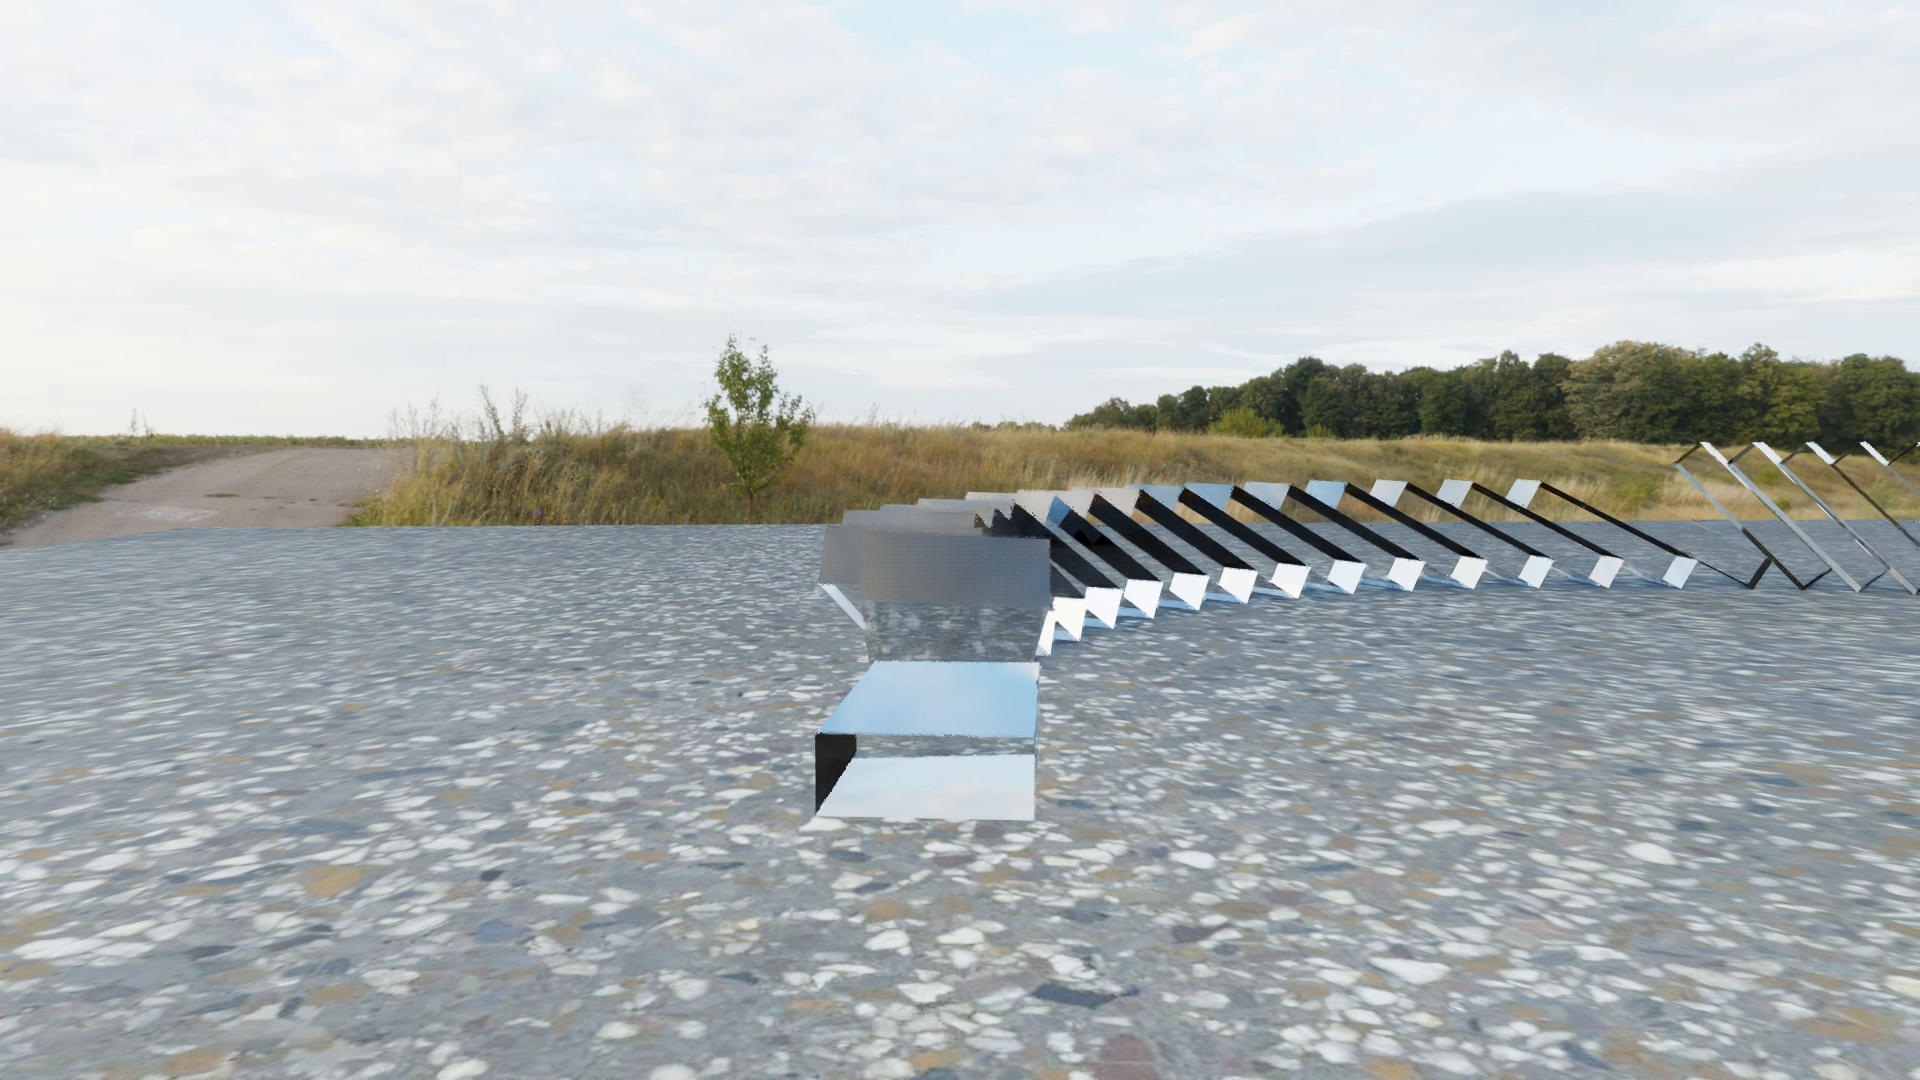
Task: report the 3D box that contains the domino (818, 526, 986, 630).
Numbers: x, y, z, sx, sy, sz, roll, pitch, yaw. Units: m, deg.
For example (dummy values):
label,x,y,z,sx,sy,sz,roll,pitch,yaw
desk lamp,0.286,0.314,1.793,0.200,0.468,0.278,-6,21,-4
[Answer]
label,x,y,z,sx,sy,sz,roll,pitch,yaw
domino,-0.004,0.011,0.219,0.025,0.009,0.050,1,-21,14

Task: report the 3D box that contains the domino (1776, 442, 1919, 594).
label,x,y,z,sx,sy,sz,roll,pitch,yaw
domino,0.266,-0.007,0.377,0.025,0.050,0.009,-5,-37,-51

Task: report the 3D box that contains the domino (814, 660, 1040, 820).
label,x,y,z,sx,sy,sz,roll,pitch,yaw
domino,-0.002,0.025,0.171,0.025,0.009,0.050,0,4,4

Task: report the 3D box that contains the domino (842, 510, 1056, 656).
label,x,y,z,sx,sy,sz,roll,pitch,yaw
domino,-0.001,0.009,0.242,0.025,0.009,0.050,2,-22,22

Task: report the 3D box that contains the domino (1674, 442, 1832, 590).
label,x,y,z,sx,sy,sz,roll,pitch,yaw
domino,0.240,-0.008,0.388,0.009,0.050,0.025,-48,-23,28

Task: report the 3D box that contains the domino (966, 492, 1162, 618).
label,x,y,z,sx,sy,sz,roll,pitch,yaw
domino,0.024,0.004,0.305,0.025,0.009,0.050,4,-22,41

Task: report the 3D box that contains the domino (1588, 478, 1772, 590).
label,x,y,z,sx,sy,sz,roll,pitch,yaw
domino,0.218,-0.003,0.392,0.050,0.009,0.025,32,16,21

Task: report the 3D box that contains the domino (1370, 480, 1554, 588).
label,x,y,z,sx,sy,sz,roll,pitch,yaw
domino,0.150,-0.002,0.389,0.050,0.009,0.025,27,3,-4

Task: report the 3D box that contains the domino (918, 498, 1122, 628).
label,x,y,z,sx,sy,sz,roll,pitch,yaw
domino,0.013,0.006,0.286,0.025,0.009,0.050,3,-21,37

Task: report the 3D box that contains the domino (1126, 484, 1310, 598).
label,x,y,z,sx,sy,sz,roll,pitch,yaw
domino,0.070,0.000,0.354,0.050,0.010,0.025,29,-10,-27

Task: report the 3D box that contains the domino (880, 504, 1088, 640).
label,x,y,z,sx,sy,sz,roll,pitch,yaw
domino,0.005,0.007,0.264,0.025,0.010,0.050,2,-22,28

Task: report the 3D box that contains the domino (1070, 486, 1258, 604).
label,x,y,z,sx,sy,sz,roll,pitch,yaw
domino,0.053,0.001,0.339,0.050,0.010,0.025,31,-15,-35

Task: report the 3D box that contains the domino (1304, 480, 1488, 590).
label,x,y,z,sx,sy,sz,roll,pitch,yaw
domino,0.129,-0.002,0.384,0.050,0.010,0.025,27,-1,-11

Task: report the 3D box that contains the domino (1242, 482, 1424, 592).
label,x,y,z,sx,sy,sz,roll,pitch,yaw
domino,0.108,-0.001,0.376,0.050,0.009,0.025,27,-4,-17

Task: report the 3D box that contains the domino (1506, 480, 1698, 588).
label,x,y,z,sx,sy,sz,roll,pitch,yaw
domino,0.194,-0.002,0.391,0.050,0.009,0.025,28,7,5

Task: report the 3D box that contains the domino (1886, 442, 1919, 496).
label,x,y,z,sx,sy,sz,roll,pitch,yaw
domino,0.285,-0.006,0.360,0.025,0.050,0.009,-5,-37,-51

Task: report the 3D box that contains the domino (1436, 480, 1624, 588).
label,x,y,z,sx,sy,sz,roll,pitch,yaw
domino,0.172,-0.002,0.391,0.050,0.009,0.025,27,5,0

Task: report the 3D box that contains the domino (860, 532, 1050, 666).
label,x,y,z,sx,sy,sz,roll,pitch,yaw
domino,-0.001,0.013,0.193,0.025,0.009,0.050,2,-21,-1

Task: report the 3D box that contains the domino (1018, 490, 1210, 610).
label,x,y,z,sx,sy,sz,roll,pitch,yaw
domino,0.038,0.003,0.323,0.025,0.010,0.050,5,-21,47

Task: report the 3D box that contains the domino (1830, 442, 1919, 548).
label,x,y,z,sx,sy,sz,roll,pitch,yaw
domino,0.275,-0.006,0.368,0.025,0.050,0.009,-5,-37,-51

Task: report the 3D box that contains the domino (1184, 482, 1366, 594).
label,x,y,z,sx,sy,sz,roll,pitch,yaw
domino,0.088,-0.001,0.366,0.050,0.009,0.025,28,-7,-22

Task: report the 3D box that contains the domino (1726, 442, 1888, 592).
label,x,y,z,sx,sy,sz,roll,pitch,yaw
domino,0.254,-0.008,0.384,0.025,0.050,0.009,-5,-37,-51
